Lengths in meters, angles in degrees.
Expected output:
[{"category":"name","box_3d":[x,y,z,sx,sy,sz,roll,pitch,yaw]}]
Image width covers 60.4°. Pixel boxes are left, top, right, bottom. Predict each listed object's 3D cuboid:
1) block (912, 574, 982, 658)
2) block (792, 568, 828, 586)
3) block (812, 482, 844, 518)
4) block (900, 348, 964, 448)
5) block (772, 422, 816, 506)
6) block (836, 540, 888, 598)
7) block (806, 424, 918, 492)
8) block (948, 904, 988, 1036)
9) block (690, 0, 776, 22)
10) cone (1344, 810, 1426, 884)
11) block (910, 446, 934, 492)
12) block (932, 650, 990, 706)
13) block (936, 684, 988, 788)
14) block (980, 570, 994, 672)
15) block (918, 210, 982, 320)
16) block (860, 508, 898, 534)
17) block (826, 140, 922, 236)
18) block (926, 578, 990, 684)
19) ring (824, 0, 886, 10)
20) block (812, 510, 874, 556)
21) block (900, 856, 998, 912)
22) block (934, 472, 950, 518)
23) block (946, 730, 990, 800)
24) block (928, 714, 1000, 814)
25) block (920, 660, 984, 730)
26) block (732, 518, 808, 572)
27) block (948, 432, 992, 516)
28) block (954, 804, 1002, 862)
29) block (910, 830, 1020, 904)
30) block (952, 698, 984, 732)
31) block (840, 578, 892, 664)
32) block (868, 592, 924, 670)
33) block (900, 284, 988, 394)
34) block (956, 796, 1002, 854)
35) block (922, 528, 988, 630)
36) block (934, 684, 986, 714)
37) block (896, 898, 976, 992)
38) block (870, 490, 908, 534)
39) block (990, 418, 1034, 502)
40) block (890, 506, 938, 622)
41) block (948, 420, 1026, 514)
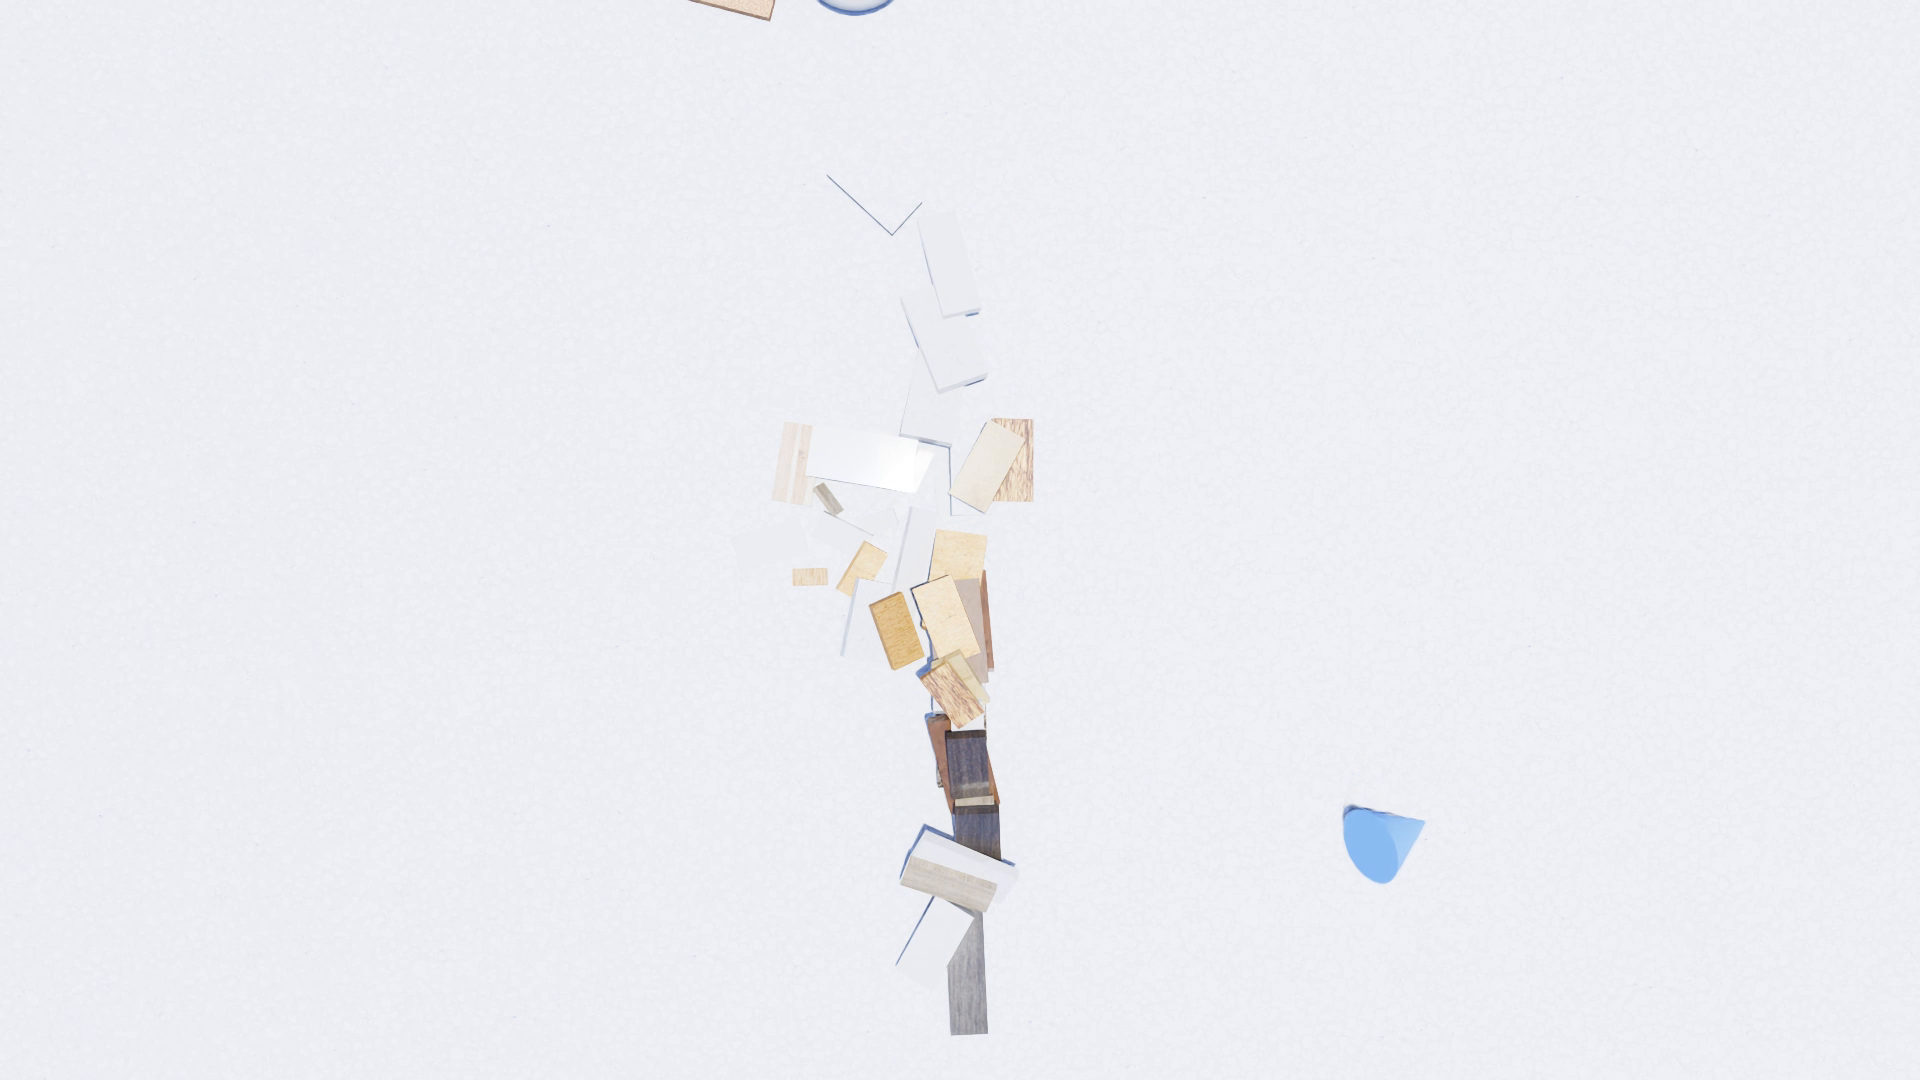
[{"category":"block","box_3d":[-0.042,0.257,5.267,0.132,0.037,0.265,-21,90,2]},{"category":"block","box_3d":[-0.499,0.123,5.492,0.116,0.016,0.058,-1,90,0]},{"category":"block","box_3d":[-0.436,-0.134,5.471,0.016,0.058,0.116,-36,90,30]},{"category":"block","box_3d":[-0.076,-0.494,5.440,0.174,0.049,0.347,12,78,0]},{"category":"block","box_3d":[-0.538,-0.252,5.481,0.132,0.037,0.265,9,90,0]},{"category":"block","box_3d":[-0.324,0.103,5.463,0.092,0.026,0.184,30,93,-26]},{"category":"block","box_3d":[-0.324,-0.272,5.446,0.347,0.049,0.174,9,90,-3]},{"category":"block","box_3d":[0.020,1.376,5.482,0.125,0.035,0.530,-3,90,0]},{"category":"block","box_3d":[-0.757,-1.837,5.479,0.296,0.042,0.148,15,90,0]},{"category":"cone","box_3d":[1.448,0.969,5.443,0.254,0.254,0.254,-16,90,-27]},{"category":"block","box_3d":[-0.150,-0.236,5.490,0.072,0.020,0.143,25,90,0]},{"category":"block","box_3d":[0.003,0.454,5.262,0.104,0.029,0.207,-25,117,13]},{"category":"block","box_3d":[0.005,0.645,5.449,0.168,0.048,0.337,-2,92,-1]},{"category":"block","box_3d":[0.014,0.270,5.417,0.169,0.048,0.338,-4,70,-1]},{"category":"block","box_3d":[-0.036,-0.909,5.440,0.130,0.037,0.351,-13,78,-6]},{"category":"block","box_3d":[-0.267,-0.061,5.476,0.116,0.016,0.058,-17,97,13]},{"category":"block","box_3d":[-0.284,-1.168,5.479,0.296,0.042,0.148,43,90,0]},{"category":"block","box_3d":[-0.007,0.298,5.309,0.169,0.048,0.338,-6,90,2]},{"category":"ring","box_3d":[-0.345,-1.940,5.437,0.385,0.128,0.385,0,90,1]},{"category":"block","box_3d":[-0.390,-0.015,5.477,0.185,0.026,0.092,27,103,0]},{"category":"block","box_3d":[-0.038,1.127,5.400,0.300,0.033,0.117,19,127,-2]},{"category":"block","box_3d":[-0.043,-0.150,5.490,0.072,0.020,0.143,-7,90,0]},{"category":"block","box_3d":[0.027,0.723,5.300,0.125,0.035,0.250,-4,123,0]},{"category":"block","box_3d":[0.014,0.721,5.374,0.168,0.048,0.337,-12,109,3]},{"category":"block","box_3d":[-0.023,0.490,5.222,0.104,0.029,0.207,-35,105,9]},{"category":"block","box_3d":[-0.632,0.015,5.483,0.233,0.033,0.117,-16,90,0]},{"category":"block","box_3d":[0.035,-0.220,5.468,0.137,0.039,0.275,-1,89,-10]},{"category":"block","box_3d":[0.060,0.984,5.391,0.144,0.041,0.288,-3,126,0]},{"category":"block","box_3d":[0.011,1.072,5.396,0.337,0.041,0.144,24,127,-6]},{"category":"block","box_3d":[0.025,0.610,5.295,0.103,0.029,0.207,-3,109,0]},{"category":"block","box_3d":[-0.304,0.266,5.456,0.132,0.037,0.265,12,90,-24]},{"category":"block","box_3d":[-0.208,0.300,5.435,0.117,0.033,0.233,-25,106,-22]},{"category":"block","box_3d":[-0.052,-0.669,5.427,0.174,0.049,0.347,-20,77,-8]},{"category":"block","box_3d":[0.061,0.947,5.411,0.125,0.035,0.250,-6,126,2]},{"category":"block","box_3d":[-0.016,0.139,5.414,0.169,0.048,0.338,8,70,2]},{"category":"block","box_3d":[-0.003,0.402,5.421,0.168,0.048,0.337,0,70,0]},{"category":"block","box_3d":[-0.081,1.329,5.451,0.144,0.041,0.288,30,96,10]},{"category":"block","box_3d":[-0.221,-0.093,5.490,0.143,0.020,0.072,43,90,0]},{"category":"block","box_3d":[0.172,-0.264,5.460,0.137,0.039,0.275,0,89,-16]},{"category":"block","box_3d":[-0.163,0.097,5.468,0.092,0.026,0.406,13,90,-26]},{"category":"block","box_3d":[0.090,-0.241,5.404,0.137,0.039,0.274,29,92,6]}]
